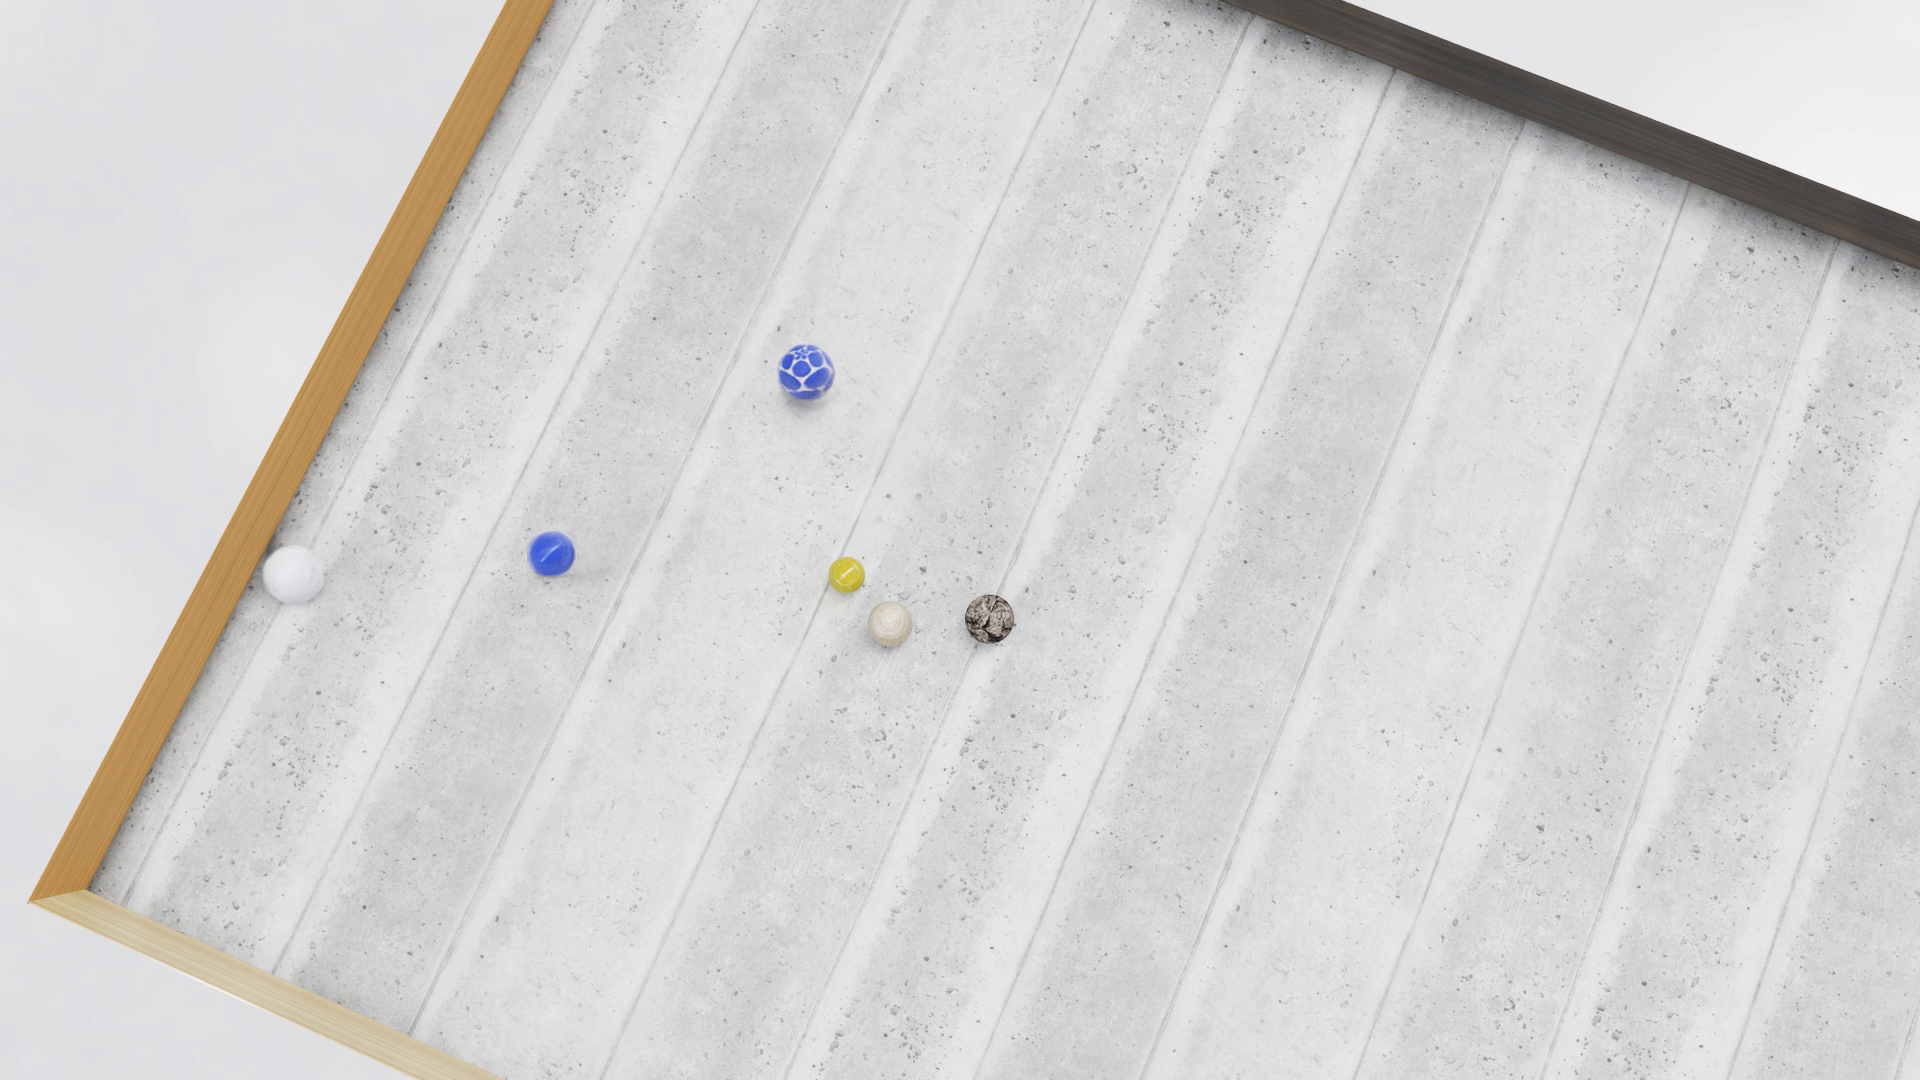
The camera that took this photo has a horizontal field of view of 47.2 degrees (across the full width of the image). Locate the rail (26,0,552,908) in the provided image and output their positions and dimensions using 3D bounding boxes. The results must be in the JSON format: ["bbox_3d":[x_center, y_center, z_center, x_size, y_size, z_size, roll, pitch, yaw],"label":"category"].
[{"bbox_3d":[-0.897,-0.379,3.414,0.045,0.115,2.064,23,77,6],"label":"rail"}]

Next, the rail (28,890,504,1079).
[{"bbox_3d":[0.521,1.274,2.986,4.001,0.115,0.045,23,77,6],"label":"rail"}]

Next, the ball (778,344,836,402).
[{"bbox_3d":[-0.237,-0.258,3.398,0.088,0.088,0.088,0,76,0],"label":"ball"}]

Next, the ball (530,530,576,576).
[{"bbox_3d":[-0.618,0.021,3.335,0.070,0.070,0.070,0,76,0],"label":"ball"}]

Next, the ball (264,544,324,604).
[{"bbox_3d":[-1.005,0.052,3.317,0.089,0.089,0.089,0,76,0],"label":"ball"}]

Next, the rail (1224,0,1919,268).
[{"bbox_3d":[1.317,-0.519,3.450,4.001,0.115,0.045,23,77,6],"label":"rail"}]

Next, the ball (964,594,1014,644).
[{"bbox_3d":[0.044,0.119,3.307,0.075,0.075,0.075,0,76,0],"label":"ball"}]

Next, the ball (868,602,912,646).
[{"bbox_3d":[-0.105,0.126,3.308,0.068,0.068,0.068,0,76,0],"label":"ball"}]

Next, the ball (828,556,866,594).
[{"bbox_3d":[-0.172,0.053,3.333,0.057,0.057,0.057,0,76,0],"label":"ball"}]
